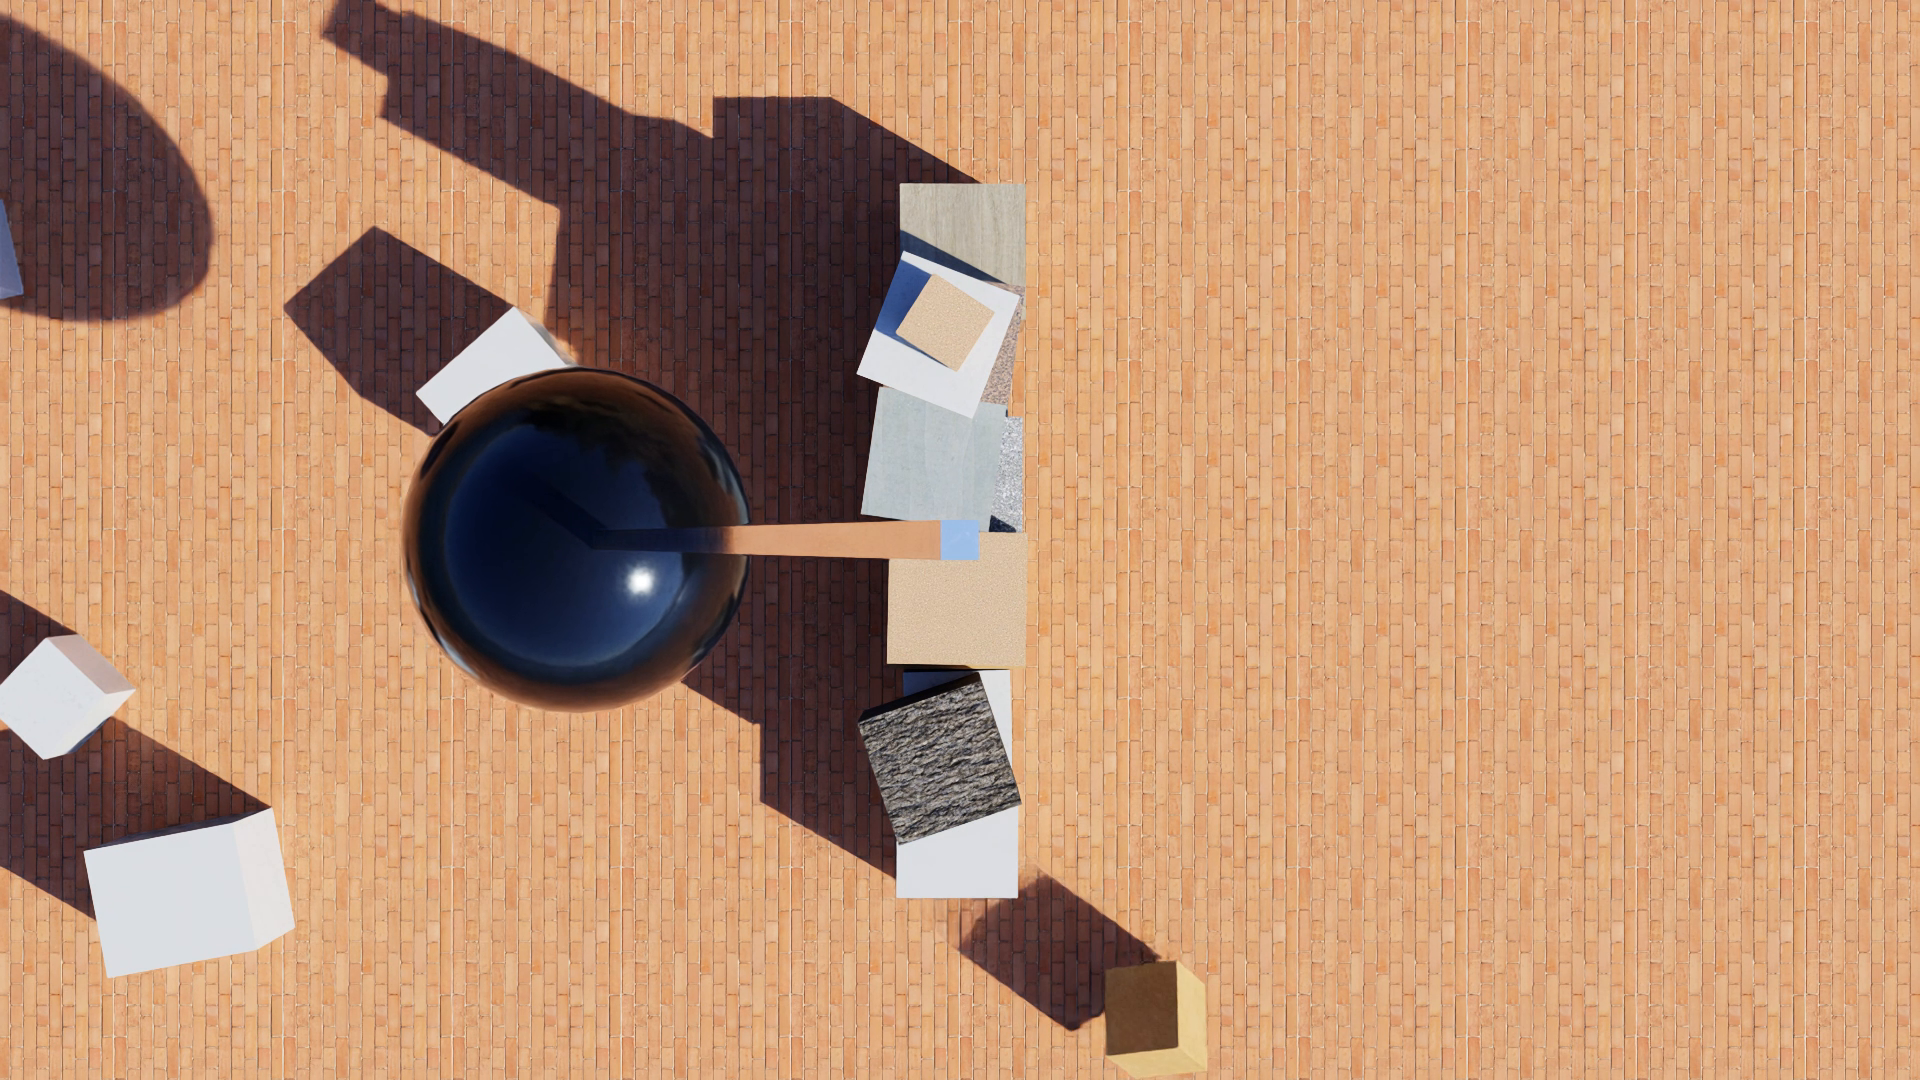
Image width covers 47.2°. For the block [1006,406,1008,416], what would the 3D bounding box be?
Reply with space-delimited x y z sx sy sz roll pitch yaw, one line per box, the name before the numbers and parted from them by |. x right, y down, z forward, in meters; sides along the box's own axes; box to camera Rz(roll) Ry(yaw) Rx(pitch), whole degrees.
block | -0.011 -0.955 12.705 0.564 0.590 0.514 0 90 0

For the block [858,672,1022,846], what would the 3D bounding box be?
block | -0.107 1.173 11.950 0.684 0.817 0.685 -19 90 0

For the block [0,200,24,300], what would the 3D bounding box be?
block | -5.860 -1.673 12.724 0.545 0.551 0.570 -13 90 0

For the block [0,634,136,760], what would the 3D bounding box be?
block | -5.213 0.903 12.762 0.471 0.476 0.512 44 90 0

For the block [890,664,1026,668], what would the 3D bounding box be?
block | -0.015 0.380 12.648 0.764 0.704 0.682 0 90 0

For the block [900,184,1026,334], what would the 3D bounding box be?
block | 0.016 -1.599 12.597 0.697 0.807 0.754 0 90 0

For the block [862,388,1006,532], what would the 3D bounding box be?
block | -0.138 -0.425 11.970 0.680 0.716 0.677 8 90 0

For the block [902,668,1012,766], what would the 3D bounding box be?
block | -0.012 1.064 12.680 0.601 0.641 0.653 -1 90 0

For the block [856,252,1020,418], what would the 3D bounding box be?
block | -0.106 -1.040 11.234 0.617 0.689 0.649 21 94 -1

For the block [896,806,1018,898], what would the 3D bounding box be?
block | -0.015 1.733 12.704 0.684 0.591 0.572 0 90 0

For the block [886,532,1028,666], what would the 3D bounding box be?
block | -0.013 0.308 11.969 0.734 0.653 0.705 1 90 0

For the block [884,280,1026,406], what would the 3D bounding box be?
block | -0.029 -1.090 11.889 0.666 0.626 0.630 8 94 0

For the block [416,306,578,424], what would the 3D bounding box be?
block | -2.543 -0.806 12.654 0.736 0.692 0.694 -42 90 0

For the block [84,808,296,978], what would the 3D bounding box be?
block | -4.413 2.014 12.642 0.847 0.715 0.722 -11 90 0

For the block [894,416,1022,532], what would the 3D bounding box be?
block | -0.009 -0.329 12.664 0.722 0.671 0.726 0 90 0

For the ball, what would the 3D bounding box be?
ball | -1.758 0.000 10.135 1.600 1.600 1.600 0 90 0

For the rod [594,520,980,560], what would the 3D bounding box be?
rod | -0.762 0.000 6.885 0.080 5.200 0.080 0 90 -17

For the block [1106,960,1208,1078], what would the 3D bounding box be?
block | 1.124 2.751 12.613 0.440 0.447 0.510 -13 57 23

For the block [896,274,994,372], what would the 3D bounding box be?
block | -0.070 -1.053 10.695 0.349 0.385 0.340 33 94 -2
